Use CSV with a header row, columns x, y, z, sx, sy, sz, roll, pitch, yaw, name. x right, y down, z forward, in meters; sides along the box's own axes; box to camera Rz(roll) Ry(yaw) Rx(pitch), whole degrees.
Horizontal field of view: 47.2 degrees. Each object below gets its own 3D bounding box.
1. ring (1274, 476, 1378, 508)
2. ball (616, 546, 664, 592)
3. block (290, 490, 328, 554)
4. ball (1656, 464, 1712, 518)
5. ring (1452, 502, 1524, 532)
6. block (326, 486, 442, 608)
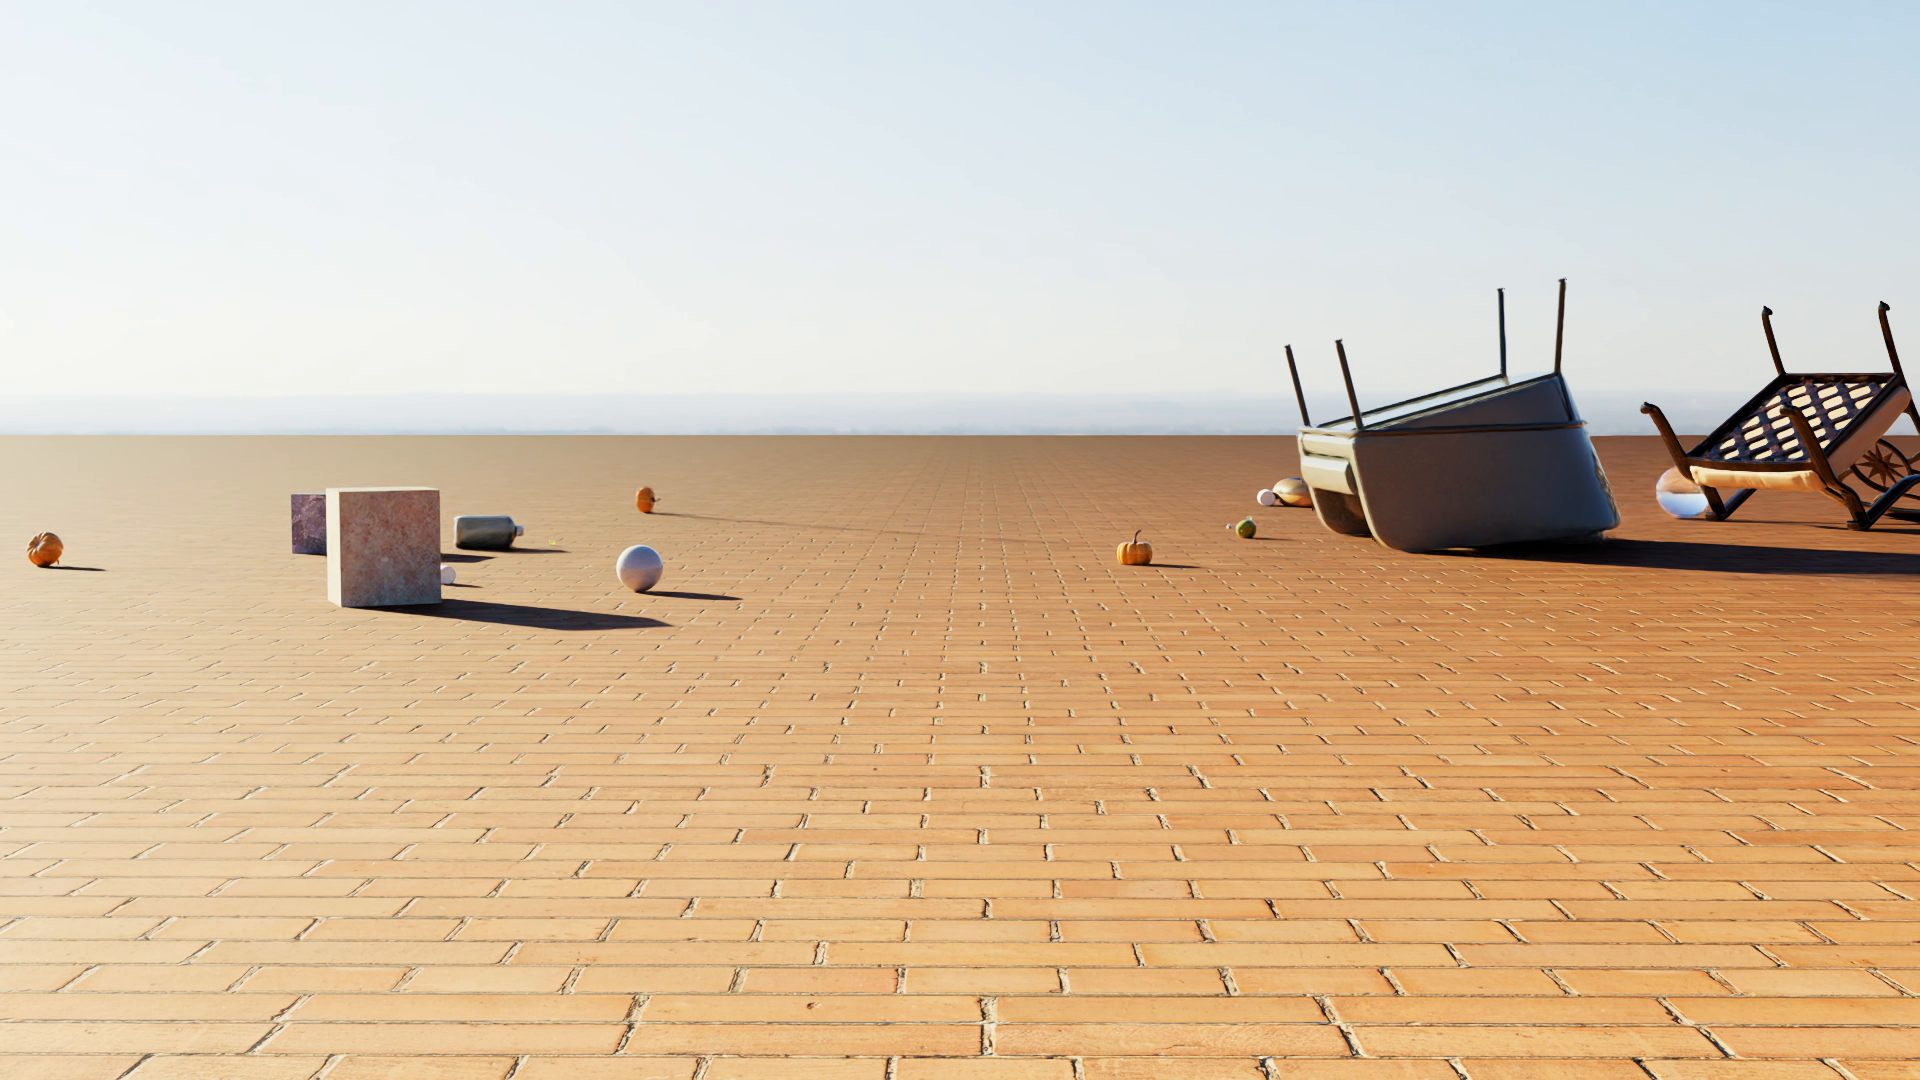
x,y,z,sx,sy,sz,roll,pitch,yaw,name
1.402,-0.183,8.451,0.373,0.105,0.441,-3,5,-25,ring
-0.710,0.063,4.878,0.103,0.103,0.103,0,4,0,ball
-1.717,-0.050,6.091,0.200,0.162,0.193,0,4,5,block
2.512,-0.167,7.627,0.186,0.186,0.186,0,4,0,ball
1.674,-0.072,6.974,0.161,0.088,0.249,-5,5,-37,ring
-1.216,0.012,4.638,0.206,0.238,0.159,-2,4,-25,block
